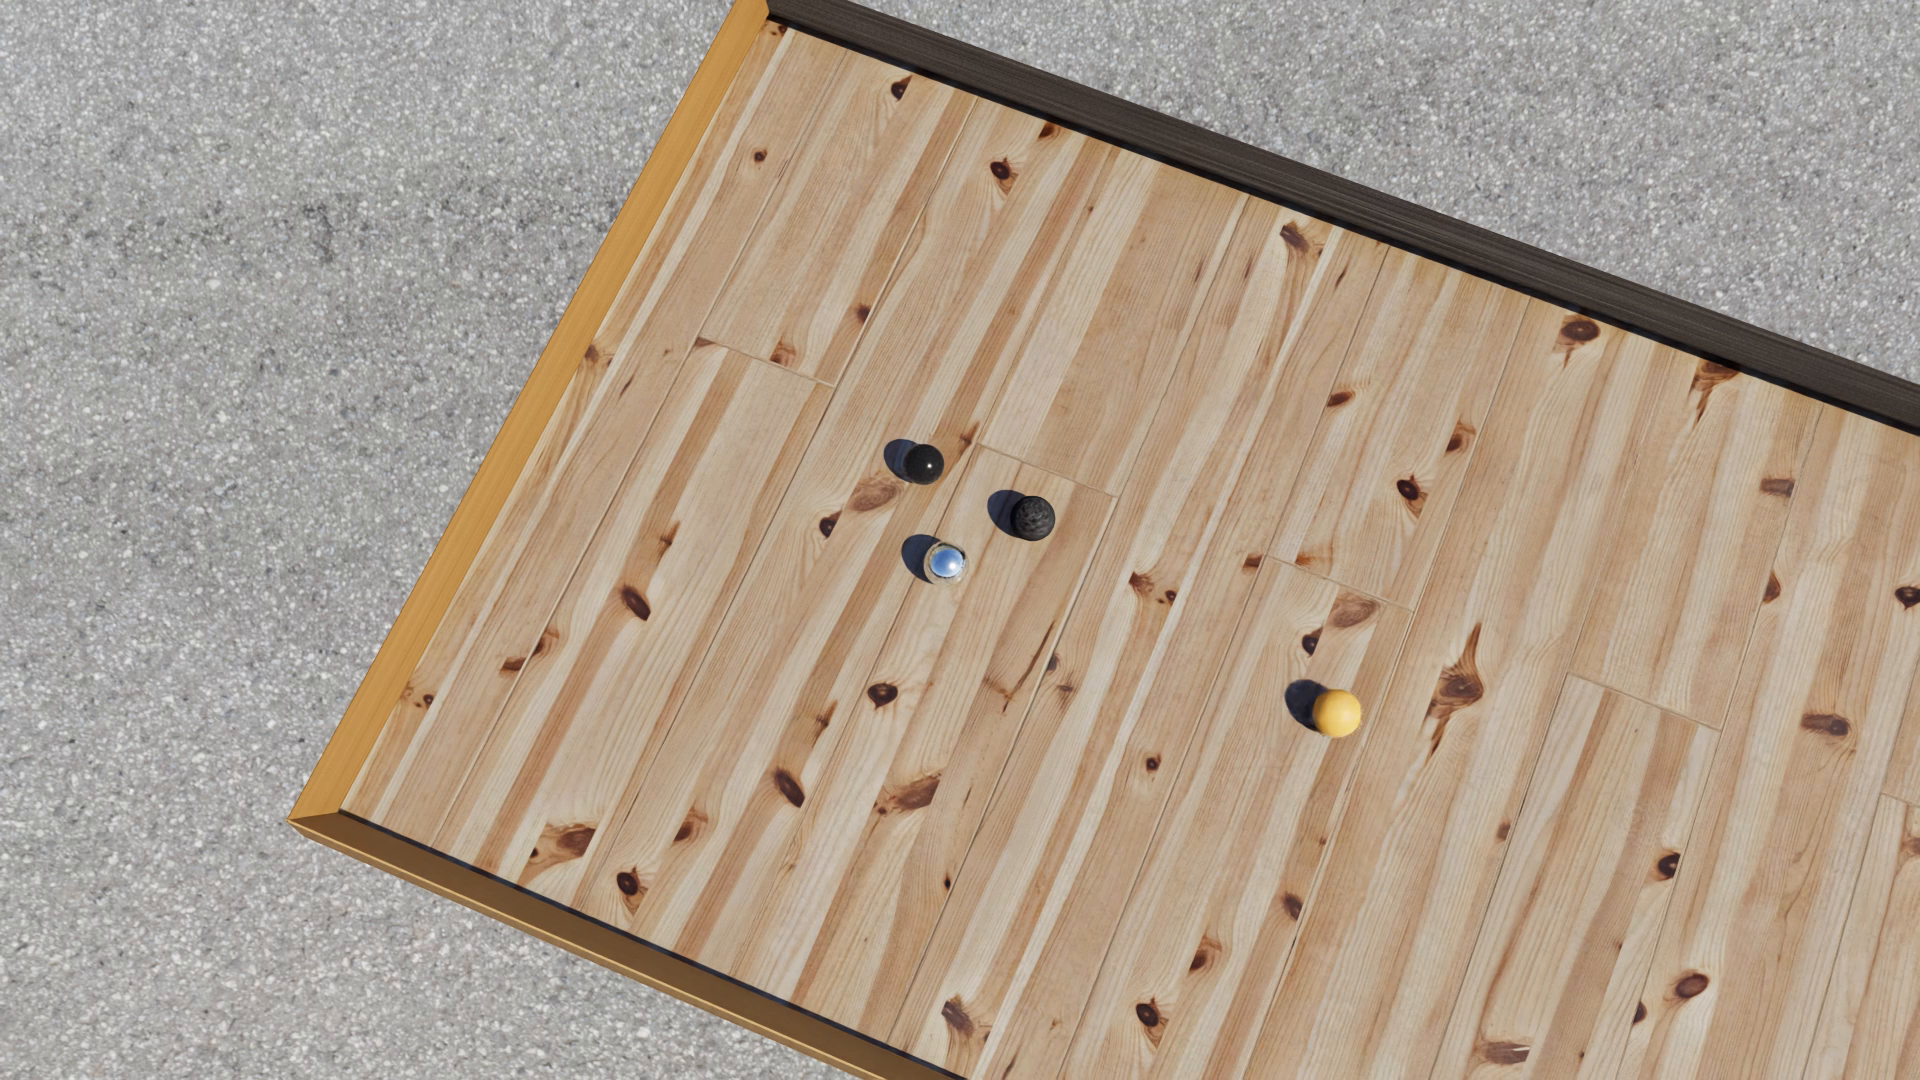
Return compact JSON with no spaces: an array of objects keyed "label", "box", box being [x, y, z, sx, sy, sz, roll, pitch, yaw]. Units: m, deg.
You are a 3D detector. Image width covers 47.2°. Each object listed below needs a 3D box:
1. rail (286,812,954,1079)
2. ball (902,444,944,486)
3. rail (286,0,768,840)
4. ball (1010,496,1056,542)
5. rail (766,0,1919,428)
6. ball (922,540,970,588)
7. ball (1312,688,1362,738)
[{"label":"rail","box":[0.365,0.944,3.089,2.936,0.097,0.045,21,70,8]},{"label":"ball","box":[-0.058,-0.121,3.525,0.067,0.067,0.067,0,68,0]},{"label":"rail","box":[-0.654,-0.263,3.564,0.045,0.097,1.641,21,70,8]},{"label":"ball","box":[0.115,-0.034,3.488,0.073,0.073,0.073,0,68,0]},{"label":"rail","box":[0.986,-0.422,3.627,2.936,0.097,0.045,21,70,8]},{"label":"ball","box":[-0.022,0.038,3.459,0.073,0.073,0.073,0,68,0]},{"label":"ball","box":[0.577,0.265,3.369,0.074,0.074,0.074,0,68,0]}]
